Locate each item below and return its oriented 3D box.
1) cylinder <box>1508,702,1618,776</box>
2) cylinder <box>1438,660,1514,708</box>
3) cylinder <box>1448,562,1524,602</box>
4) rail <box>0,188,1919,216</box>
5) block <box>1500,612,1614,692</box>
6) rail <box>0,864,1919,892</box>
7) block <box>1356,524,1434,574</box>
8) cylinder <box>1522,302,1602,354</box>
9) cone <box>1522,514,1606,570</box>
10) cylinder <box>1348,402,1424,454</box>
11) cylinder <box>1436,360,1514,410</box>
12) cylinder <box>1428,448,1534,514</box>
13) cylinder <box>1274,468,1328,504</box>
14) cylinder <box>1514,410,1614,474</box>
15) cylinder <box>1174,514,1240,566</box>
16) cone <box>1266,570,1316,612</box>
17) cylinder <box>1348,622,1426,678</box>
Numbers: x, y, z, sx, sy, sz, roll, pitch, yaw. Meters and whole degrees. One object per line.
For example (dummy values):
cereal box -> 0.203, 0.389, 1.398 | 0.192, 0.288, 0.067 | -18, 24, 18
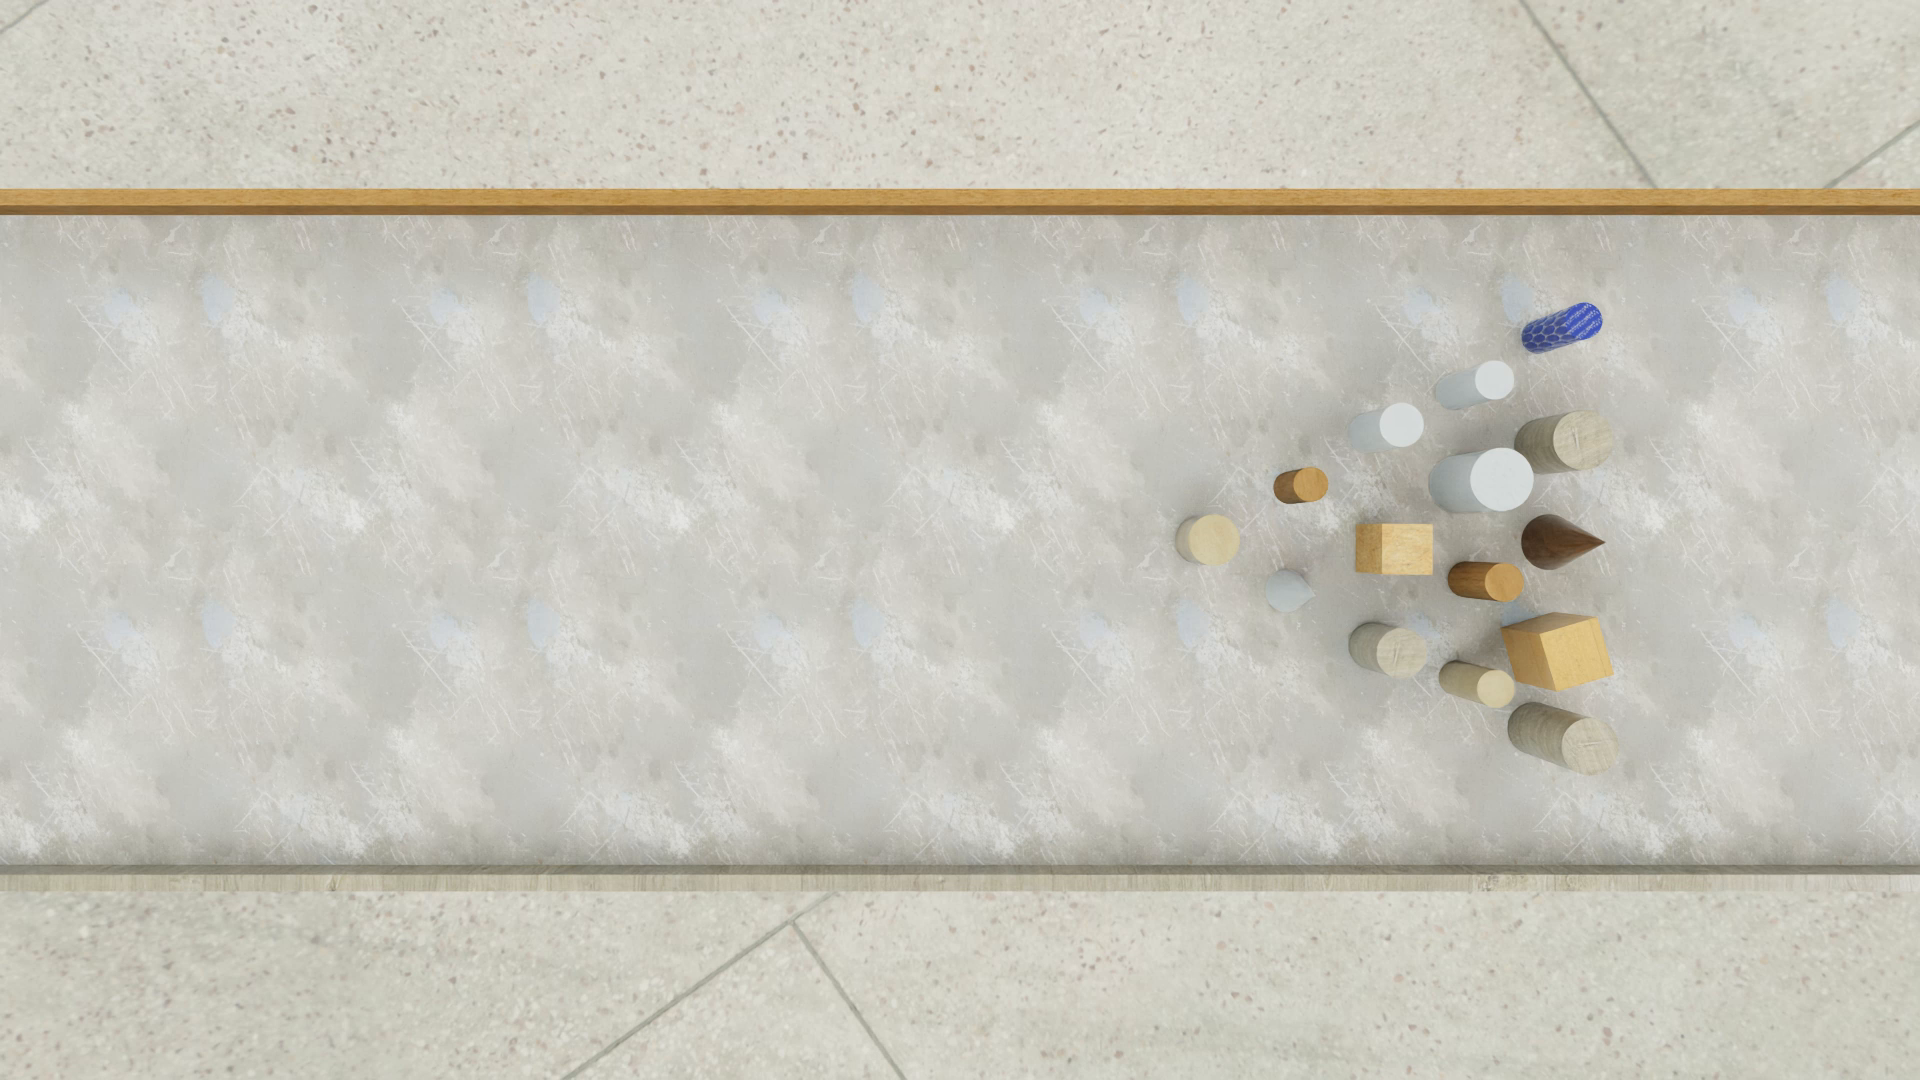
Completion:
cylinder -> 1.765, 0.579, 4.848 | 0.162, 0.457, 0.162 | 0, 90, 0
cylinder -> 1.527, 0.424, 4.887 | 0.108, 0.379, 0.108 | 0, 90, 0
cylinder -> 1.557, 0.121, 4.896 | 0.112, 0.361, 0.112 | 0, 90, 0
rail -> -2.247, -1.025, 5.002 | 12.000, 0.150, 0.050 | 0, 90, 0
block -> 1.770, 0.328, 4.904 | 0.172, 0.346, 0.172 | -17, 90, 0
rail -> -2.247, 1.025, 5.001 | 12.000, 0.150, 0.050 | 0, 90, 0
block -> 1.291, 0.026, 4.917 | 0.146, 0.318, 0.146 | 0, 90, 0
cylinder -> 1.780, -0.625, 4.891 | 0.105, 0.372, 0.105 | 0, 90, 0
cone -> 1.813, 0.007, 4.852 | 0.173, 0.449, 0.173 | 0, 90, 0
cylinder -> 1.258, -0.328, 4.887 | 0.126, 0.380, 0.126 | 0, 90, 0
cylinder -> 1.519, -0.454, 4.880 | 0.111, 0.392, 0.111 | 0, 90, 0
cylinder -> 1.532, -0.171, 4.870 | 0.179, 0.414, 0.179 | 0, 90, 0
cylinder -> 1.015, -0.161, 4.922 | 0.101, 0.309, 0.101 | 0, 90, 0
cylinder -> 1.792, -0.288, 4.909 | 0.173, 0.336, 0.173 | 0, 90, 0
cylinder -> 0.736, 0.000, 4.925 | 0.149, 0.302, 0.149 | 0, 90, 0
cone -> 1.006, 0.156, 4.868 | 0.132, 0.417, 0.132 | 0, 90, 0
cylinder -> 1.269, 0.326, 4.906 | 0.146, 0.340, 0.146 | 0, 90, 0
